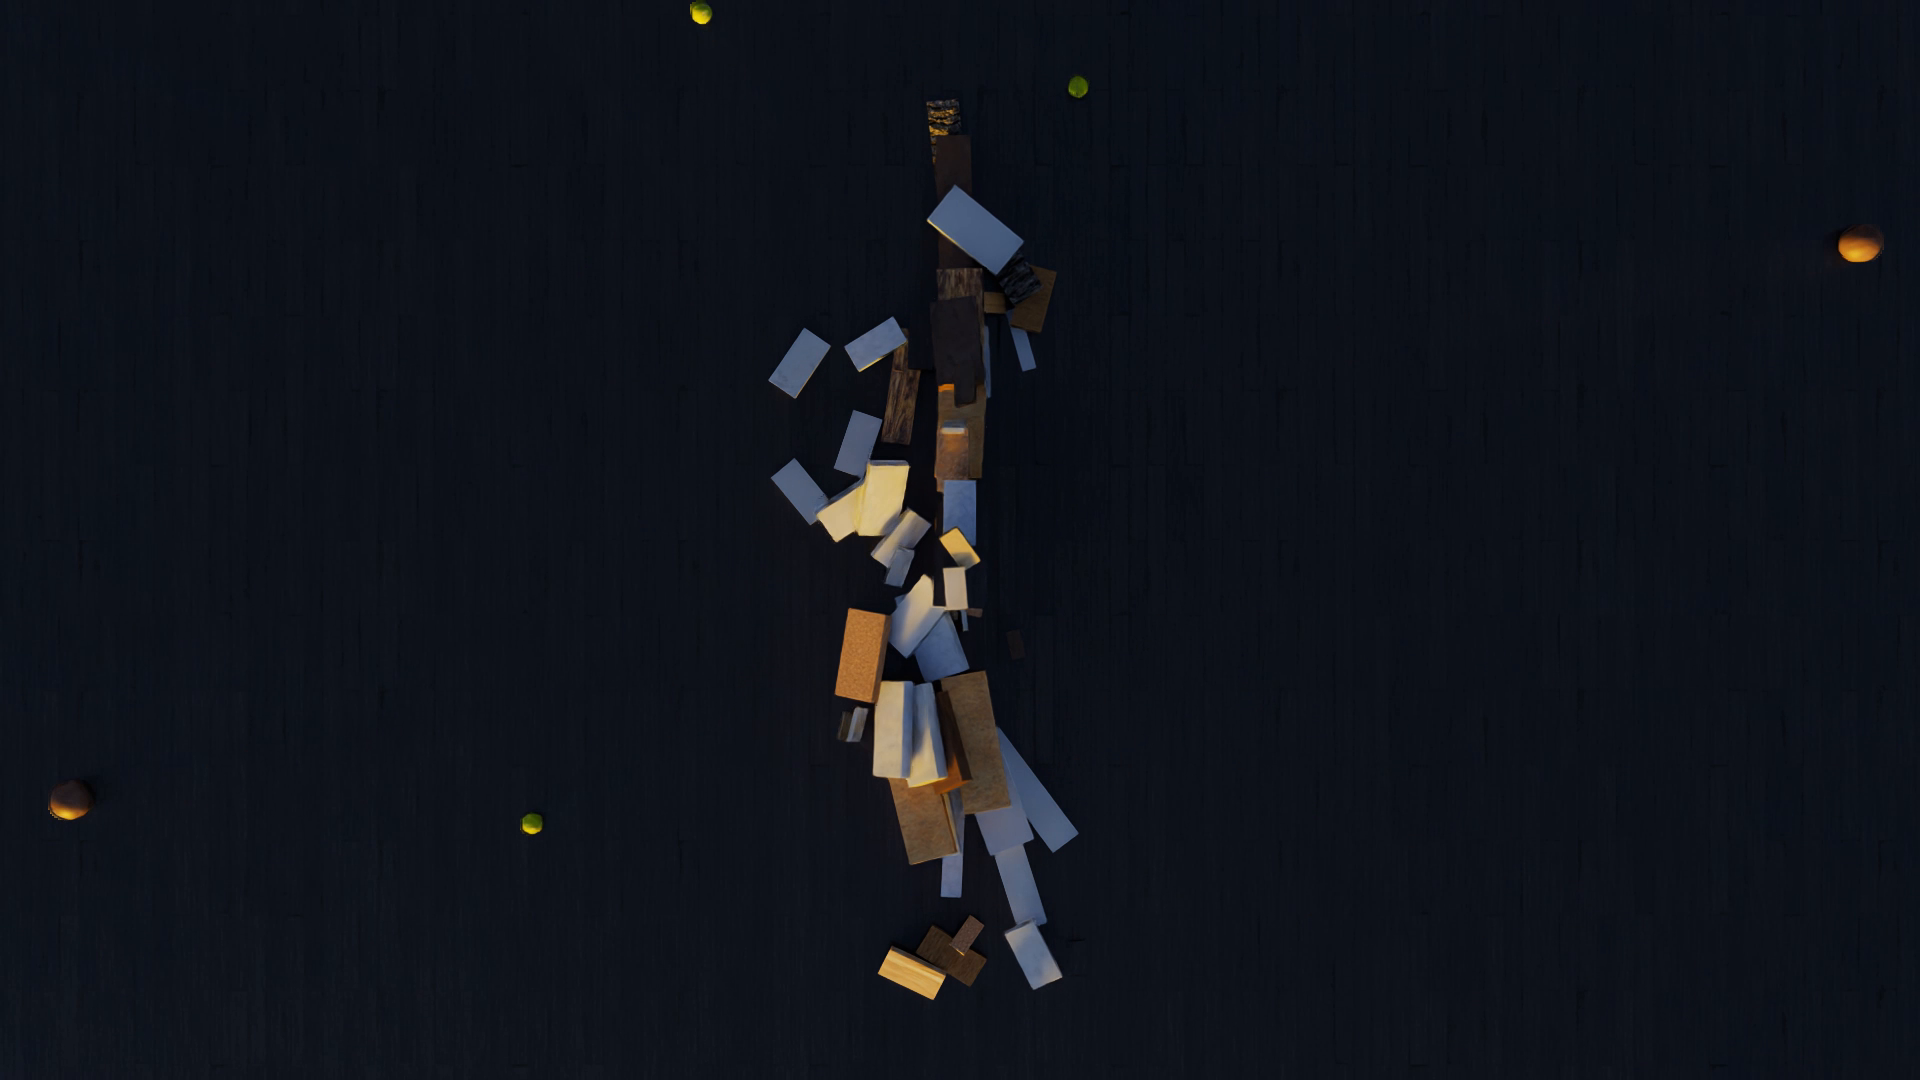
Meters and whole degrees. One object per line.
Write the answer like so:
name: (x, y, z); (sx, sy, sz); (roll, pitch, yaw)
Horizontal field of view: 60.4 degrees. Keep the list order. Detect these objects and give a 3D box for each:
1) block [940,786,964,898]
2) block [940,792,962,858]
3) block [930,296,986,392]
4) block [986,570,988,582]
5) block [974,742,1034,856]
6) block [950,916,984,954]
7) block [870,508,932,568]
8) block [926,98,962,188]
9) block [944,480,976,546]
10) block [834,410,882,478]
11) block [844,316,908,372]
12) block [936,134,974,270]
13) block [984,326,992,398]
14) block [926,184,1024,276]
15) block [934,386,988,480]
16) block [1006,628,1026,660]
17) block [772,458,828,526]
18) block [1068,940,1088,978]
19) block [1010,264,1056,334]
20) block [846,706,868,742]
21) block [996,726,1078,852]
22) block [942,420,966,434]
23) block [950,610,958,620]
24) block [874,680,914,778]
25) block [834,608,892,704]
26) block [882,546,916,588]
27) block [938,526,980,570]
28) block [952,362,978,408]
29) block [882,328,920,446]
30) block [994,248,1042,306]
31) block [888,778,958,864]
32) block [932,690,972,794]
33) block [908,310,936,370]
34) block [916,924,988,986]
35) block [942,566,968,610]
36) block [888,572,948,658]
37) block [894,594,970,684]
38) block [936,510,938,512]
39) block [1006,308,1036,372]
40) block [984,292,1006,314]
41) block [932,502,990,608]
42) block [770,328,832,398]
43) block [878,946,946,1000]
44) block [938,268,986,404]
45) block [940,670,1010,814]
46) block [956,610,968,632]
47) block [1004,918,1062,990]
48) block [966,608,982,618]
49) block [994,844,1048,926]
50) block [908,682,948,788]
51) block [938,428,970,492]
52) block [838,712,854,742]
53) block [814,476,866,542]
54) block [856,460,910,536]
block: (-0.016, 0.874, 5.490); (0.068, 0.019, 0.627); (3, 90, 0)
block: (-0.064, 0.947, 5.469); (0.102, 0.029, 0.204); (-12, 87, 13)
block: (-0.009, -0.632, 5.291); (0.149, 0.042, 0.299); (-8, 70, 8)
block: (0.004, 0.120, 5.337); (0.162, 0.324, 0.046); (9, 95, 0)
block: (0.111, 0.851, 5.442); (0.156, 0.044, 0.342); (-20, 90, -4)
block: (0.023, 1.310, 5.472); (0.059, 0.017, 0.118); (37, 71, 2)
block: (-0.195, -0.002, 5.453); (0.101, 0.029, 0.202); (36, 95, -34)
block: (-0.044, -1.320, 5.485); (0.106, 0.030, 0.279); (-6, 90, 0)
block: (-0.001, -0.083, 5.113); (0.101, 0.029, 0.202); (1, 90, 0)
block: (-0.338, -0.319, 5.486); (0.102, 0.029, 0.204); (19, 90, 0)
block: (-0.277, -0.649, 5.469); (0.192, 0.027, 0.096); (-31, 84, 7)
block: (-0.013, -0.941, 5.465); (0.115, 0.033, 0.785); (-1, 93, 0)
block: (0.041, -0.586, 5.451); (0.115, 0.033, 0.230); (-2, 93, 0)
block: (0.051, -1.015, 5.421); (0.292, 0.041, 0.146); (39, 89, -2)
block: (0.004, -0.345, 5.278); (0.149, 0.042, 0.299); (3, 81, 4)
block: (0.186, 0.347, 5.493); (0.048, 0.014, 0.095); (-14, 90, 0)
block: (-0.523, -0.161, 5.486); (0.102, 0.029, 0.204); (-40, 90, 0)
block: (0.390, 1.393, 5.492); (0.059, 0.017, 0.118); (-3, 90, 0)
block: (0.243, -0.800, 5.475); (0.106, 0.030, 0.212); (15, 84, 0)
block: (-0.339, 0.613, 5.470); (0.017, 0.059, 0.118); (15, 90, 29)
block: (0.217, 0.828, 5.485); (0.107, 0.030, 0.446); (-37, 90, 0)
block: (-0.017, -0.357, 5.188); (0.068, 0.135, 0.019); (-1, 104, 4)
block: (-0.030, 0.200, 5.435); (0.018, 0.129, 0.064); (-25, 47, -29)
block: (-0.219, 0.620, 5.418); (0.041, 0.146, 0.313); (6, 83, -41)
block: (-0.320, 0.381, 5.447); (0.146, 0.041, 0.292); (9, 90, 29)
block: (-0.201, 0.087, 5.461); (0.067, 0.019, 0.133); (14, 104, -31)
block: (0.000, 0.027, 5.092); (0.067, 0.019, 0.133); (-32, 108, 12)
block: (0.015, -0.488, 5.185); (0.067, 0.019, 0.135); (-14, 67, 24)
block: (-0.187, -0.510, 5.486); (0.096, 0.027, 0.382); (8, 90, 0)
block: (0.165, -0.901, 5.459); (0.115, 0.033, 0.230); (-32, 79, 3)
block: (-0.125, 0.896, 5.435); (0.156, 0.044, 0.312); (-17, 78, 8)
block: (-0.061, 0.662, 5.389); (0.043, 0.151, 0.302); (-1, 67, -40)
block: (-0.121, -0.660, 5.459); (0.096, 0.027, 0.192); (2, 90, 0)
block: (-0.029, 1.381, 5.485); (0.214, 0.030, 0.107); (32, 90, 0)
block: (-0.014, 0.149, 5.106); (0.067, 0.019, 0.133); (-5, 101, 1)
block: (-0.140, 0.248, 5.418); (0.131, 0.037, 0.263); (42, 110, 11)
block: (-0.093, 0.307, 5.451); (0.151, 0.043, 0.302); (-20, 90, 22)
block: (0.003, -0.062, 5.337); (0.162, 0.324, 0.046); (0, 96, 0)
block: (0.203, -0.668, 5.493); (0.048, 0.014, 0.209); (-16, 90, 0)
block: (0.088, -0.787, 5.463); (0.135, 0.019, 0.068); (-1, 92, -24)
block: (0.004, 0.048, 5.150); (0.162, 0.046, 0.324); (3, 90, 0)
block: (-0.532, -0.587, 5.485); (0.106, 0.030, 0.211); (34, 90, 0)
block: (-0.158, 1.435, 5.470); (0.204, 0.029, 0.102); (26, 108, 0)
block: (0.005, -0.628, 5.364); (0.149, 0.042, 0.514); (-2, 82, 6)
block: (0.049, 0.663, 5.403); (0.151, 0.043, 0.449); (-10, 79, -2)
block: (0.002, 0.237, 5.467); (0.018, 0.064, 0.129); (-7, 90, -18)
block: (0.243, 1.372, 5.465); (0.107, 0.030, 0.214); (-26, 97, 7)
block: (0.048, 0.200, 5.450); (0.064, 0.018, 0.129); (9, 132, 0)
block: (0.195, 1.135, 5.486); (0.102, 0.029, 0.314); (-18, 90, 0)
block: (-0.129, 0.638, 5.392); (0.044, 0.156, 0.312); (2, 71, -41)
block: (-0.020, -0.251, 5.225); (0.101, 0.029, 0.202); (0, 86, 4)
block: (-0.372, 0.621, 5.484); (0.048, 0.014, 0.095); (13, 90, -23)
block: (-0.336, -0.117, 5.448); (0.263, 0.037, 0.131); (-33, 124, 0)
block: (-0.253, -0.137, 5.398); (0.131, 0.037, 0.263); (0, 121, -20)
